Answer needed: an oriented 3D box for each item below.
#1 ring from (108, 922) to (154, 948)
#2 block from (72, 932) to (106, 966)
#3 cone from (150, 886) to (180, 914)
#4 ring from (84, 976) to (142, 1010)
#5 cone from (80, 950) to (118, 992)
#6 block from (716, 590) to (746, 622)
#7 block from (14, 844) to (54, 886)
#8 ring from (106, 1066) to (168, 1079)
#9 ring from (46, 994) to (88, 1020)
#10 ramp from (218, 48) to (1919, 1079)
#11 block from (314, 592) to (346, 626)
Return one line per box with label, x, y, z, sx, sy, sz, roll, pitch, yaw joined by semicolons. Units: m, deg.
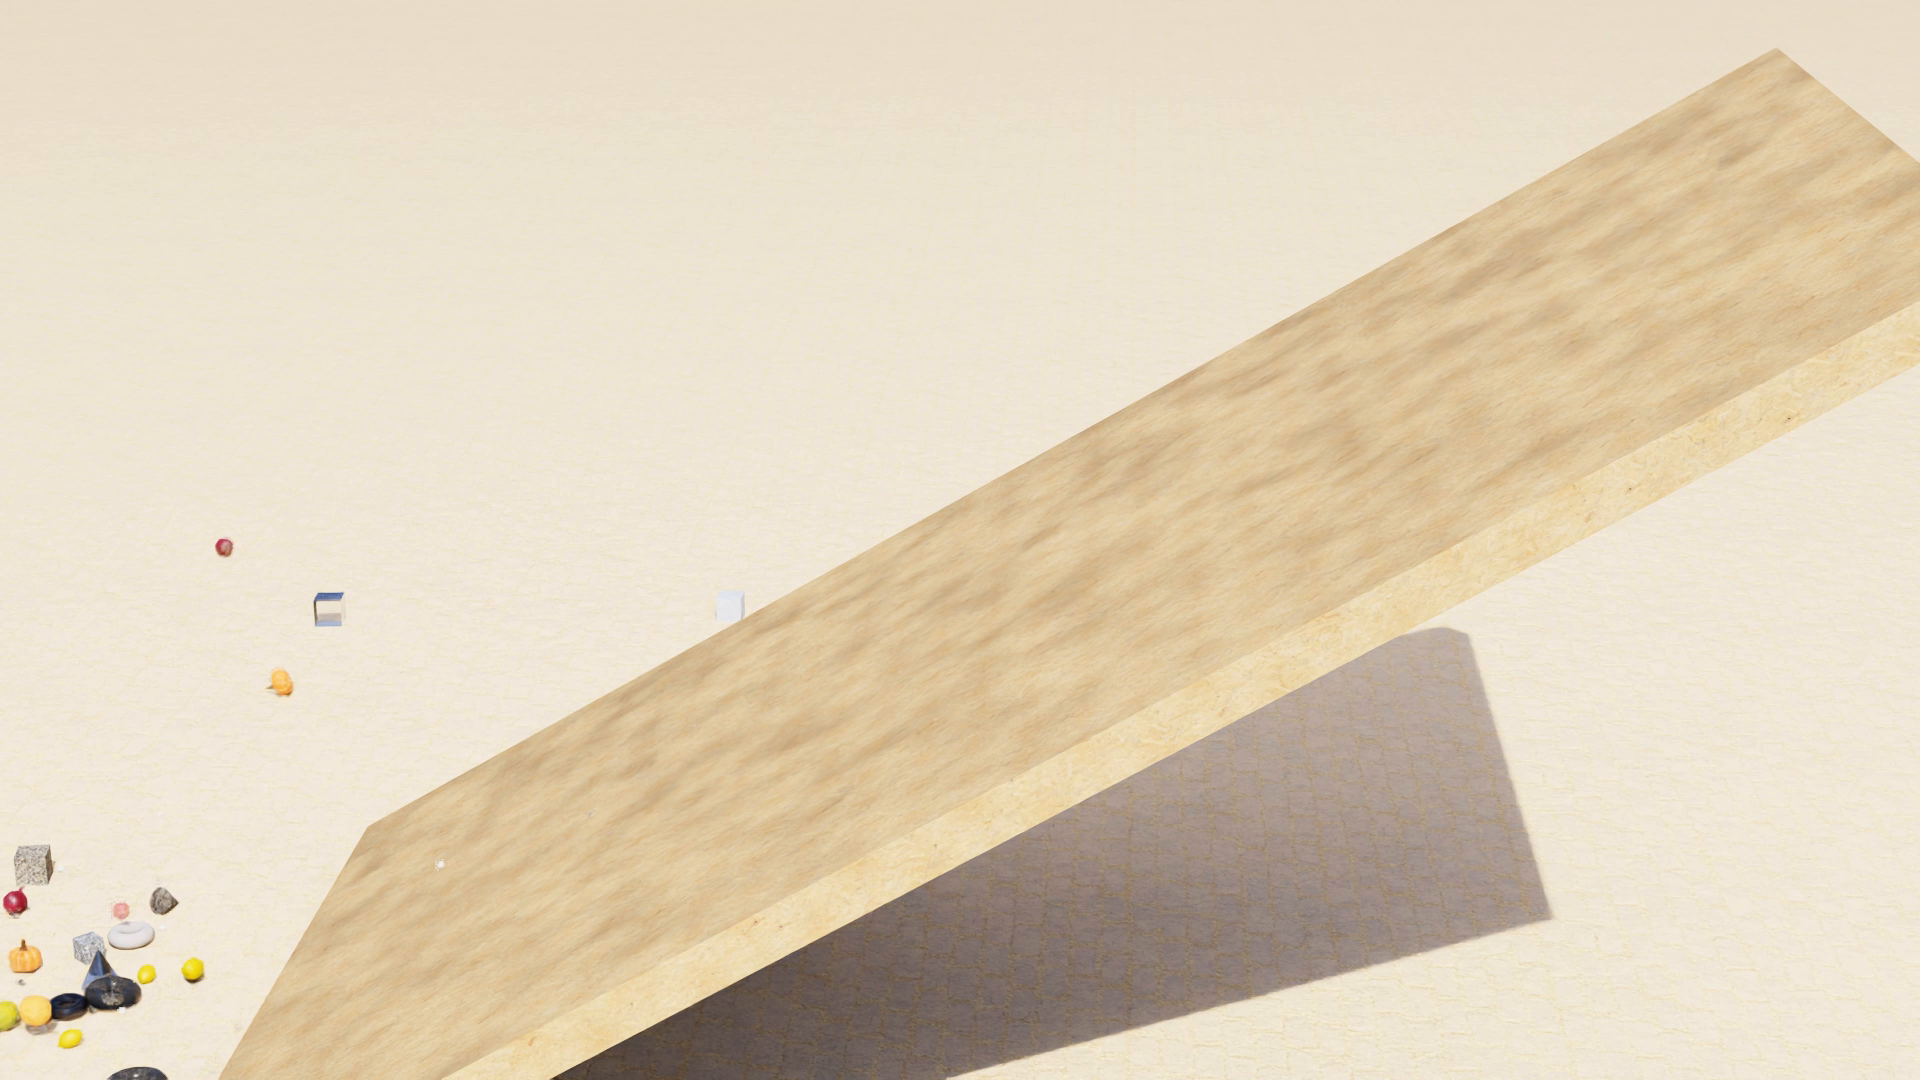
ring;-2.030;0.967;7.202;0.112;0.037;0.112;0;18;0
block;-2.107;0.988;7.116;0.054;0.054;0.054;18;26;42
cone;-1.984;0.908;7.383;0.069;0.069;0.069;12;-4;31
ring;-1.989;1.064;6.904;0.131;0.044;0.131;5;16;-1
cone;-2.041;1.012;6.979;0.097;0.097;0.097;0;19;0
block;-0.728;0.210;9.345;0.077;0.077;0.077;2;19;6
block;-2.372;0.833;7.528;0.079;0.079;0.079;-2;19;-7
ring;-1.817;1.208;6.484;0.147;0.049;0.147;0;18;0
ring;-2.082;1.088;6.858;0.098;0.033;0.098;1;20;0
ramp;0.142;0.168;6.287;4.000;0.100;2.000;-29;15;12
block;-1.994;0.220;9.304;0.085;0.085;0.085;0;19;-1
